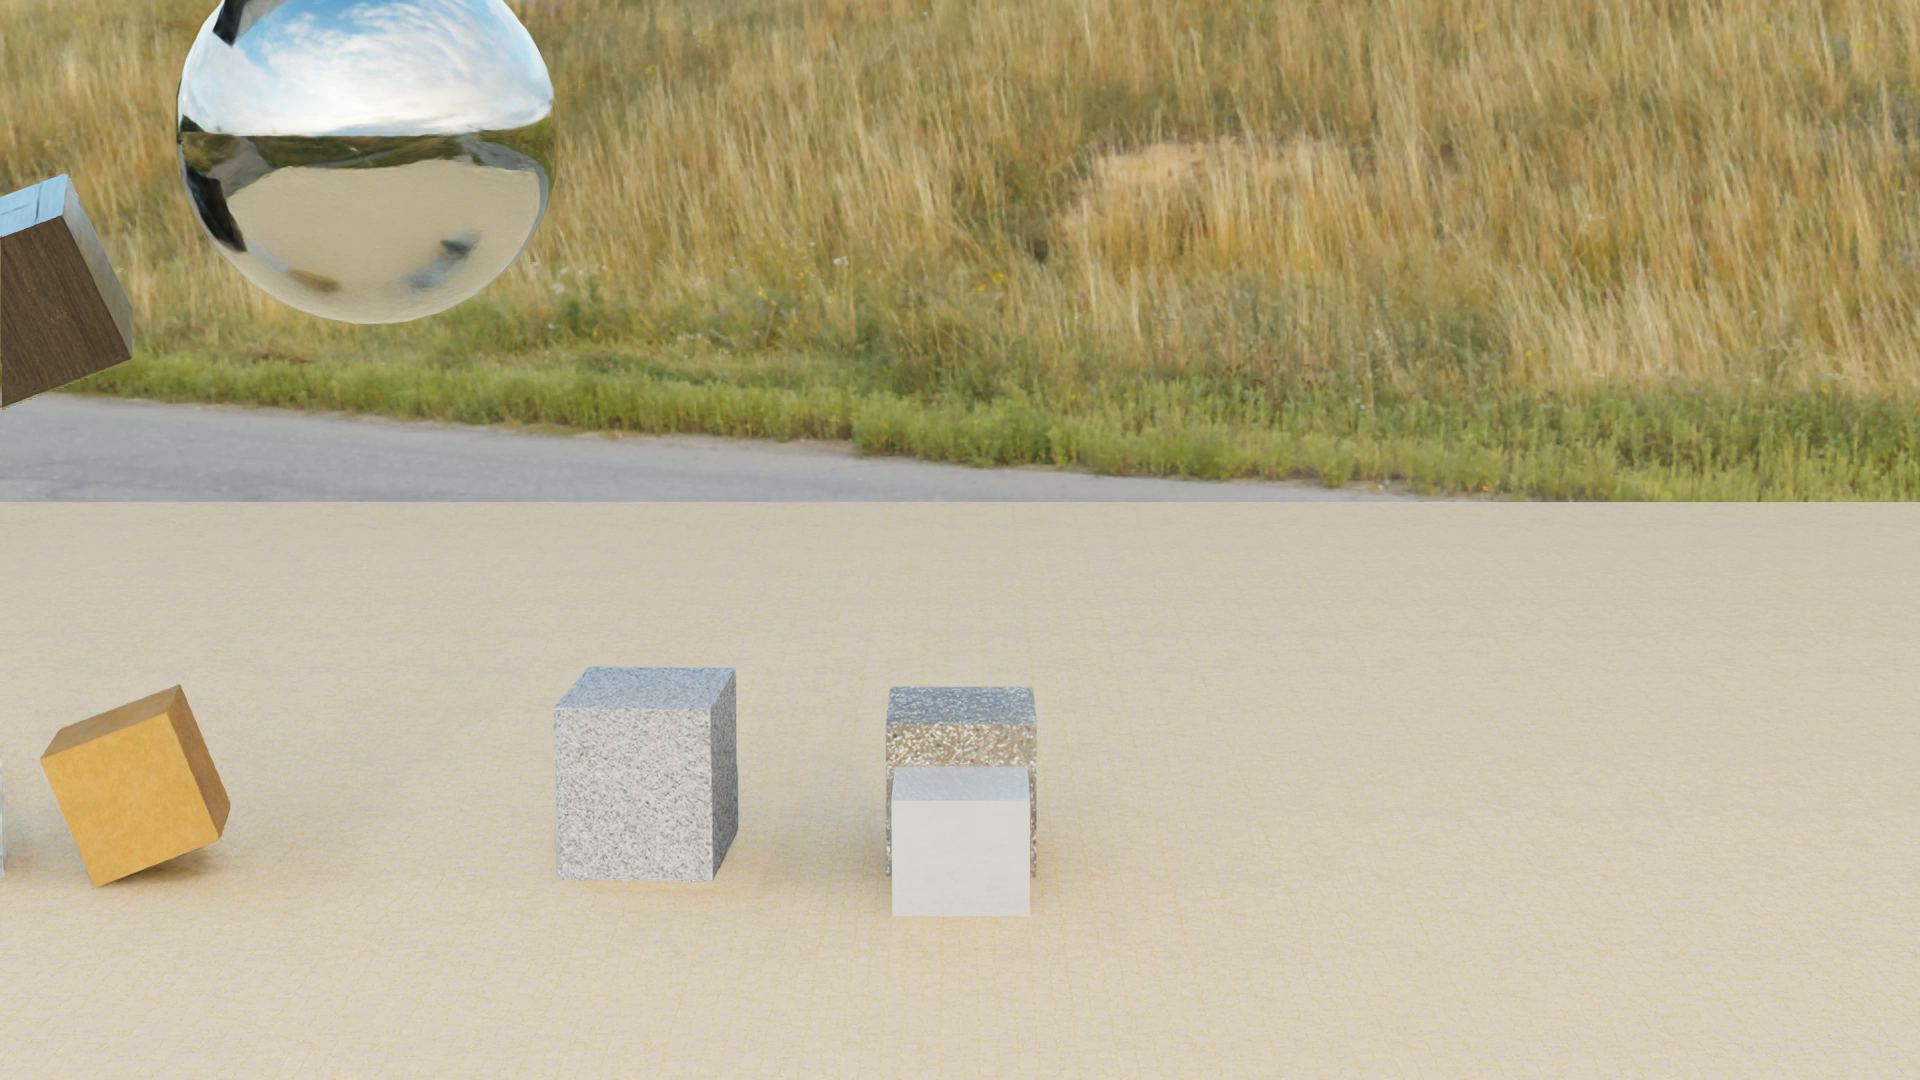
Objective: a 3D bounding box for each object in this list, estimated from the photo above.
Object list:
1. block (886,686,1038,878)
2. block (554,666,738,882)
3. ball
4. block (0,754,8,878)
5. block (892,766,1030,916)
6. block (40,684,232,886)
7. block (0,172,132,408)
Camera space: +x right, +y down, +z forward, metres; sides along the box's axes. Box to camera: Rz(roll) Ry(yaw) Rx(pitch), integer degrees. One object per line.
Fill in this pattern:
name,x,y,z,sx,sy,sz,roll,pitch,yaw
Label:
block,0.006,1.088,11.636,0.663,0.697,0.704,0,10,0
block,-1.409,1.047,11.635,0.688,0.777,0.796,1,10,3
ball,-2.499,-1.715,10.869,1.600,1.600,1.600,0,10,0
block,-4.556,1.233,11.478,0.507,0.467,0.518,-3,11,-18
block,0.004,1.292,11.044,0.581,0.506,0.530,0,10,0
block,-3.659,1.084,11.428,0.564,0.614,0.604,-21,12,-8
block,-3.976,-1.058,10.925,0.644,0.671,0.665,-22,27,-7
